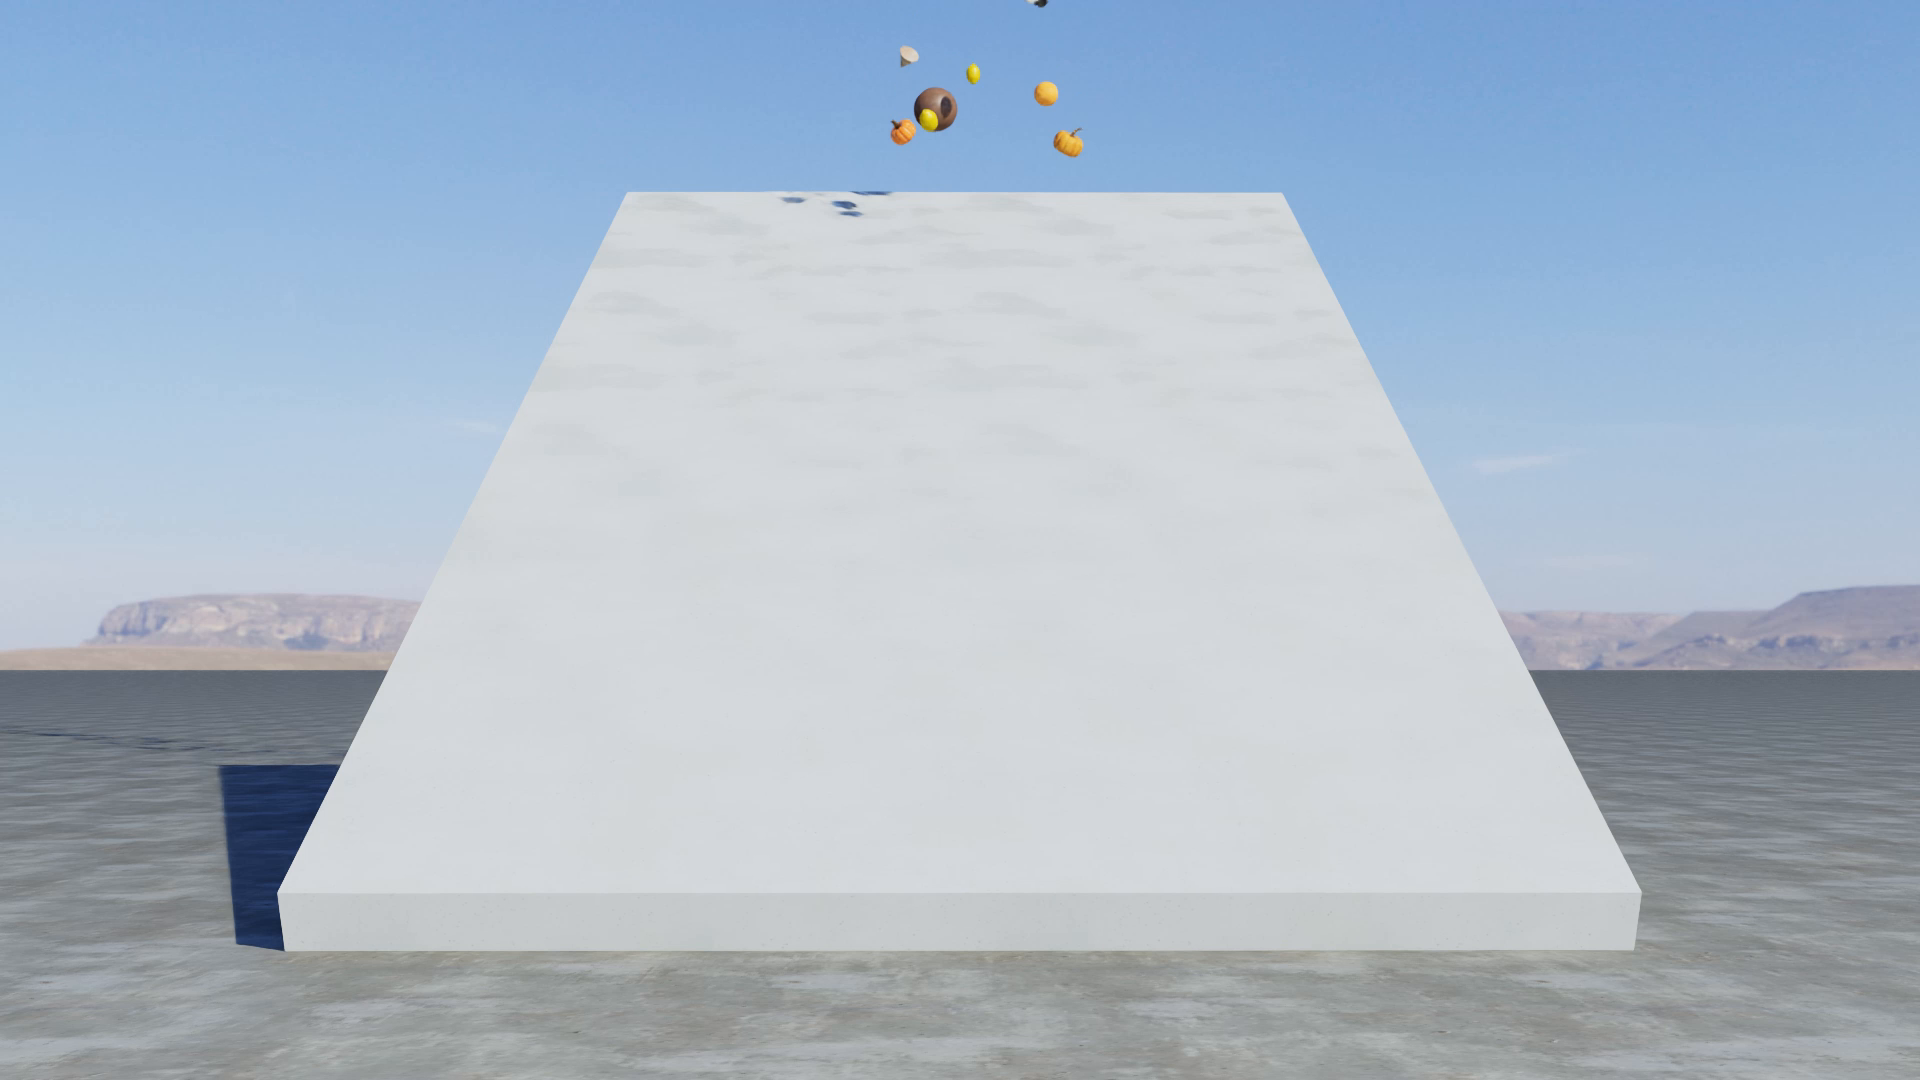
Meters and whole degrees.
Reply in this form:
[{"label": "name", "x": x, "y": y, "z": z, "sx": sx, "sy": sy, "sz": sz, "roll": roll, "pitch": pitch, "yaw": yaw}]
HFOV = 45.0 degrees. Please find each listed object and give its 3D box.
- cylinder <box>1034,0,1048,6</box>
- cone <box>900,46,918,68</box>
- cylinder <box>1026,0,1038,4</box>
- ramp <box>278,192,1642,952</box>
[{"label": "cylinder", "x": 0.245, "y": -1.657, "z": 7.029, "sx": 0.053, "sy": 0.053, "sz": 0.053, "roll": 14, "pitch": -20, "yaw": 5}, {"label": "cone", "x": -0.156, "y": -1.355, "z": 6.544, "sx": 0.058, "sy": 0.058, "sz": 0.058, "roll": 2, "pitch": -32, "yaw": -31}, {"label": "cylinder", "x": 0.189, "y": -1.646, "z": 6.845, "sx": 0.091, "sy": 0.091, "sz": 0.091, "roll": 28, "pitch": 9, "yaw": 25}, {"label": "ramp", "x": -0.007, "y": -0.226, "z": 5.250, "sx": 2.000, "sy": 0.100, "sz": 4.000, "roll": 0, "pitch": 23, "yaw": 0}]
